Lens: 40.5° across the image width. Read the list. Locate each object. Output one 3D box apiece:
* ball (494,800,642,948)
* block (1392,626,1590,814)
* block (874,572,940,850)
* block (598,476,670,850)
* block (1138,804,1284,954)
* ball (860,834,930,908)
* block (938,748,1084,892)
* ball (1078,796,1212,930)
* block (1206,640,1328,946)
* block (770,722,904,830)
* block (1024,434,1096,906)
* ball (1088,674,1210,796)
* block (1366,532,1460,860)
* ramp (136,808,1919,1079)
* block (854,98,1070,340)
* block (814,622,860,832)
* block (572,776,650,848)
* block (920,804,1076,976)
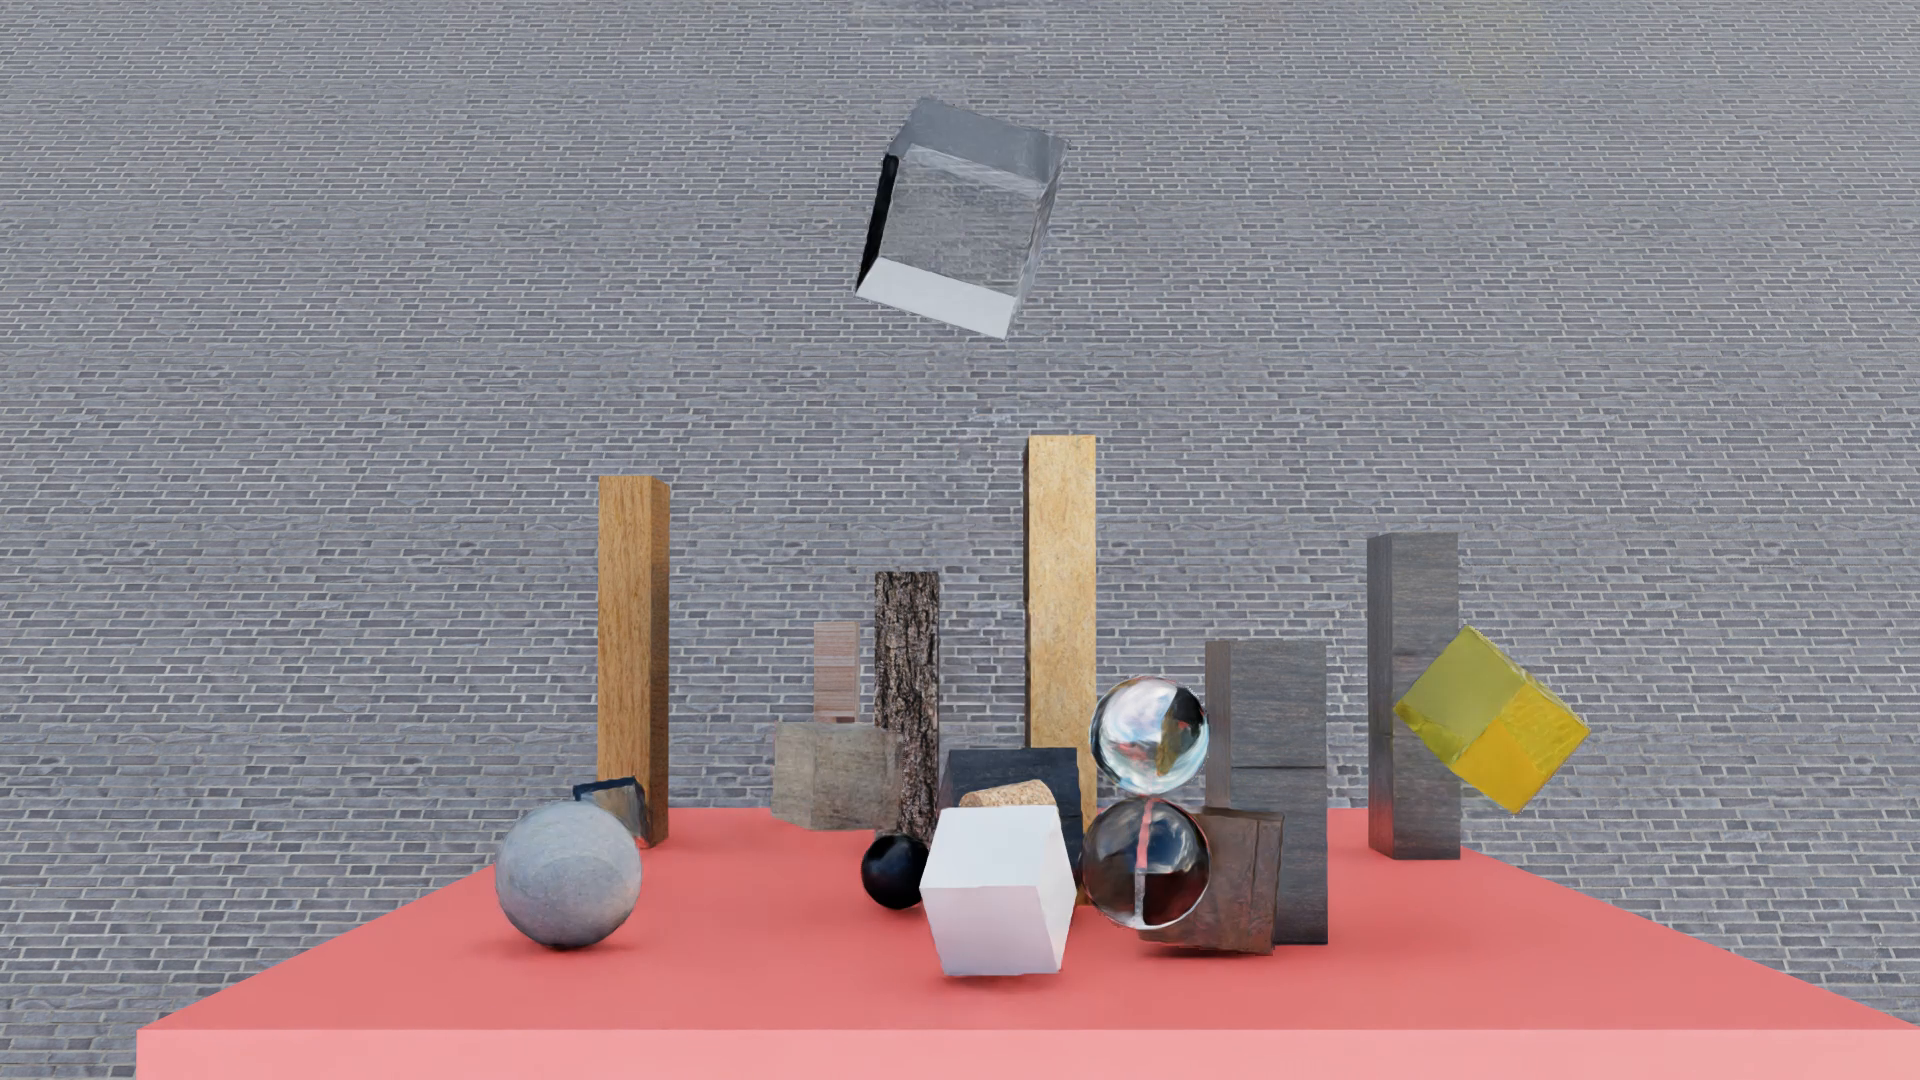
[{"bbox_3d":[-0.557,0.475,3.698,0.209,0.209,0.209,0,36,0],"label":"ball"},{"bbox_3d":[0.776,0.263,3.806,0.165,0.165,0.165,-50,35,9],"label":"block"},{"bbox_3d":[-0.110,0.362,5.481,0.129,0.581,0.370,0,-2,0],"label":"block"},{"bbox_3d":[-0.712,0.266,5.690,0.111,0.792,0.353,0,-2,0],"label":"block"},{"bbox_3d":[0.355,0.471,3.649,0.180,0.180,0.180,5,-2,9],"label":"block"},{"bbox_3d":[-0.101,0.537,4.218,0.121,0.121,0.121,0,36,0],"label":"ball"},{"bbox_3d":[0.081,0.464,4.149,0.201,0.201,0.201,-1,64,-7],"label":"block"},{"bbox_3d":[0.248,0.433,3.485,0.178,0.178,0.178,0,36,0],"label":"ball"},{"bbox_3d":[0.459,0.371,3.931,0.138,0.437,0.384,0,-2,0],"label":"block"},{"bbox_3d":[-0.201,0.383,4.220,0.154,0.154,0.154,3,1,-29],"label":"block"},{"bbox_3d":[0.170,0.223,4.506,0.109,0.780,0.403,0,-2,0],"label":"block"},{"bbox_3d":[0.295,0.305,4.063,0.188,0.188,0.188,0,36,0],"label":"ball"},{"bbox_3d":[0.939,0.320,5.397,0.134,0.659,0.321,0,-2,0],"label":"block"},{"bbox_3d":[0.080,0.680,4.902,2.000,0.100,4.000,0,-2,0],"label":"ramp"},{"bbox_3d":[0.003,-0.364,2.928,0.176,0.176,0.176,17,32,4],"label":"block"},{"bbox_3d":[-0.291,0.438,6.176,0.095,0.487,0.303,0,-2,0],"label":"block"},{"bbox_3d":[-0.634,0.504,4.742,0.112,0.112,0.112,-9,74,0],"label":"block"},{"bbox_3d":[0.051,0.448,3.324,0.151,0.151,0.151,-4,34,16],"label":"block"}]
